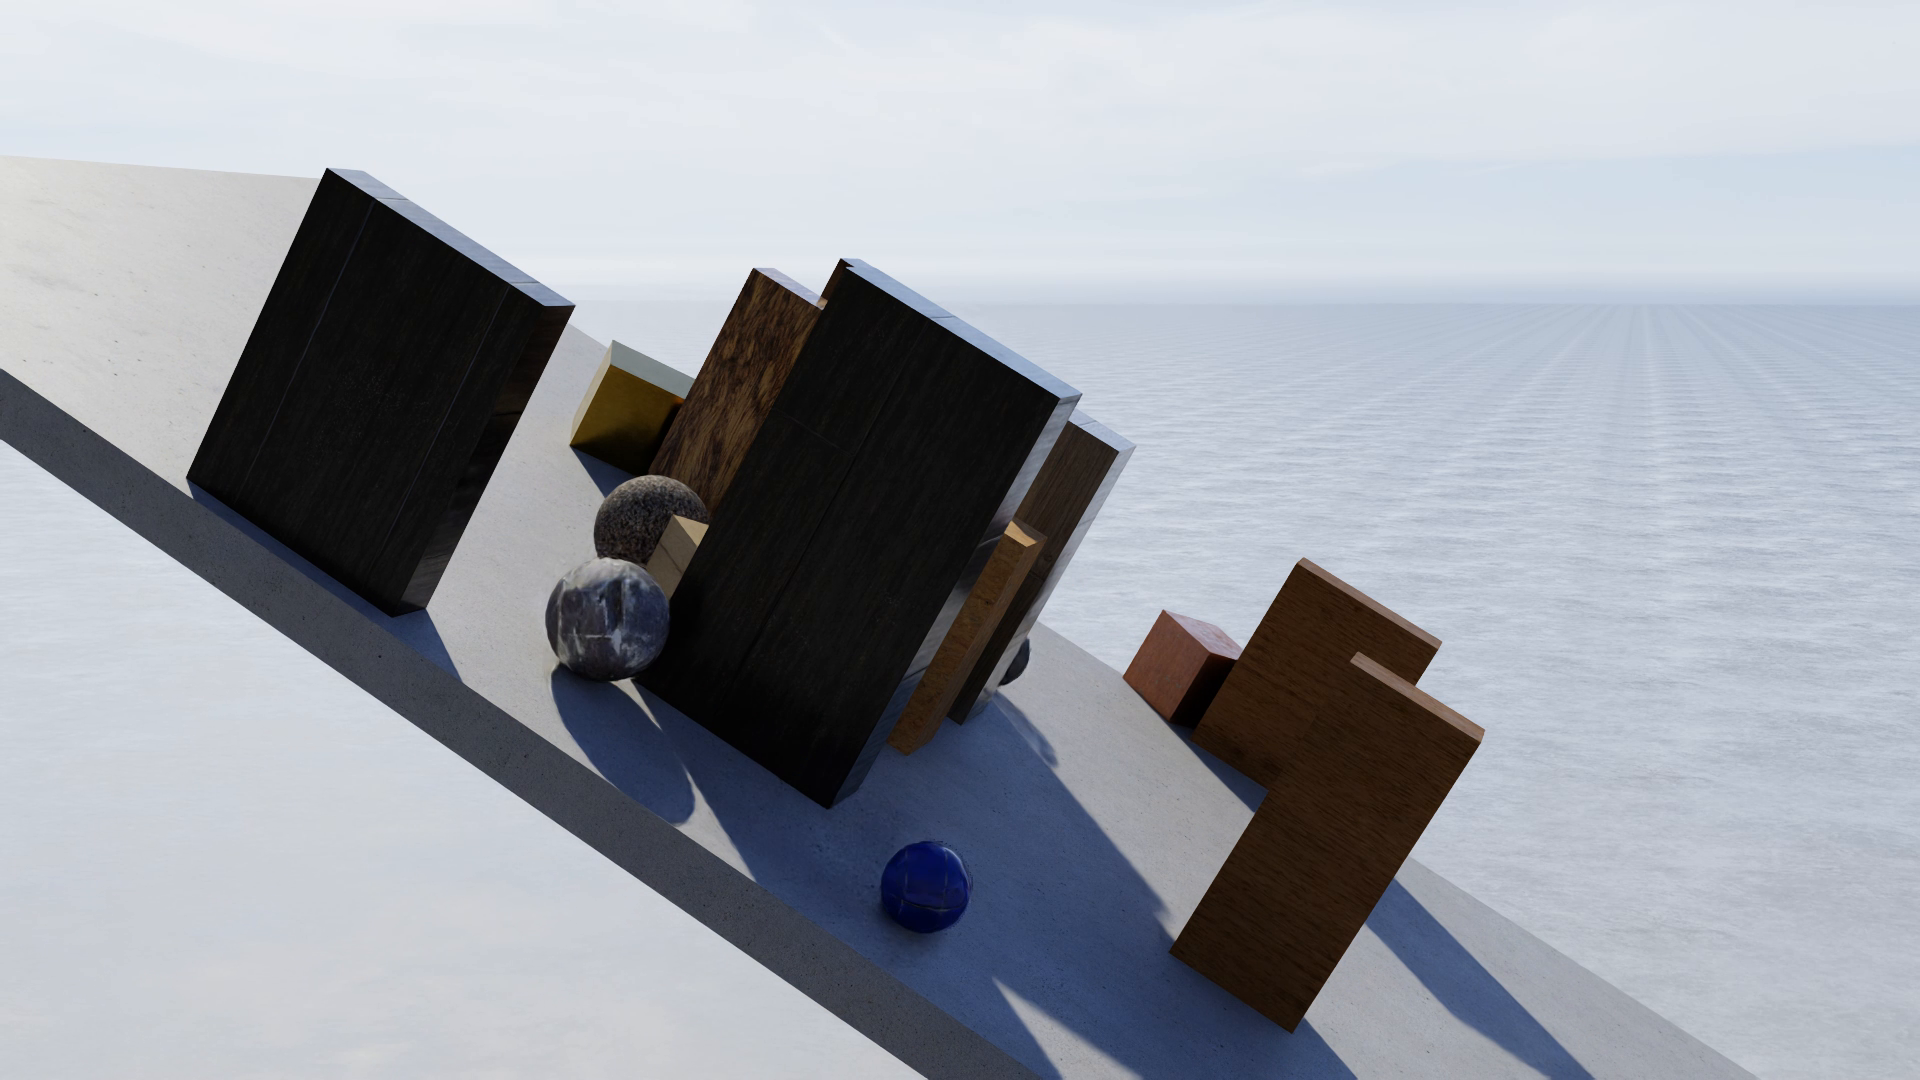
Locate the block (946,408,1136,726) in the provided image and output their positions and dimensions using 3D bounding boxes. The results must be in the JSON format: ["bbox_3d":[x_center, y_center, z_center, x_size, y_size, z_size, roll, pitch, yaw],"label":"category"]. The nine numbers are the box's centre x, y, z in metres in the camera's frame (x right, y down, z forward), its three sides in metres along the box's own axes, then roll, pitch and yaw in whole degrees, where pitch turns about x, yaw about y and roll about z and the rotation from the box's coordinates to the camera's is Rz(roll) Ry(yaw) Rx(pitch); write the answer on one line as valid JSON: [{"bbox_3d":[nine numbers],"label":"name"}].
[{"bbox_3d":[0.044,0.008,4.177,0.300,0.607,0.148,32,15,11],"label":"block"}]

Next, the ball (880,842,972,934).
[{"bbox_3d":[-0.051,0.511,3.238,0.134,0.134,0.134,0,7,0],"label":"ball"}]

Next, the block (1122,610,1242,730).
[{"bbox_3d":[0.525,0.299,4.955,0.185,0.185,0.185,17,18,-41],"label":"block"}]

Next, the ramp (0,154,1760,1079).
[{"bbox_3d":[-0.188,0.310,4.130,4.000,0.100,2.000,32,15,11],"label":"ramp"}]

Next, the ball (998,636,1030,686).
[{"bbox_3d":[0.067,0.221,4.421,0.149,0.149,0.149,0,7,0],"label":"ball"}]

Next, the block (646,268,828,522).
[{"bbox_3d":[-0.367,-0.235,4.409,0.351,0.512,0.110,32,15,11],"label":"block"}]

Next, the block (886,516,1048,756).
[{"bbox_3d":[-0.138,0.081,3.925,0.409,0.437,0.144,32,15,11],"label":"block"}]

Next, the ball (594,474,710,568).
[{"bbox_3d":[-0.547,-0.011,3.916,0.209,0.209,0.209,0,7,0],"label":"ball"}]

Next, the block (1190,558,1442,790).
[{"bbox_3d":[0.770,0.328,4.775,0.348,0.460,0.105,32,15,11],"label":"block"}]

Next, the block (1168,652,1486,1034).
[{"bbox_3d":[0.601,0.498,3.622,0.240,0.584,0.105,32,15,11],"label":"block"}]

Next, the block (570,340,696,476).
[{"bbox_3d":[-0.678,-0.267,4.567,0.192,0.192,0.192,25,15,-15],"label":"block"}]

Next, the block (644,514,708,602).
[{"bbox_3d":[-0.425,0.104,3.797,0.189,0.189,0.189,18,18,-37],"label":"block"}]

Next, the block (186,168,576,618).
[{"bbox_3d":[-0.882,-0.223,3.329,0.408,0.539,0.099,32,15,11],"label":"block"}]

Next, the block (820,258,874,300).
[{"bbox_3d":[-0.197,-0.248,4.666,0.407,0.567,0.120,32,15,11],"label":"block"}]

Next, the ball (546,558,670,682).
[{"bbox_3d":[-0.554,0.126,3.464,0.195,0.195,0.195,0,7,0],"label":"ball"}]

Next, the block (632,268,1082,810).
[{"bbox_3d":[-0.172,-0.003,3.496,0.394,0.759,0.140,32,15,11],"label":"block"}]
